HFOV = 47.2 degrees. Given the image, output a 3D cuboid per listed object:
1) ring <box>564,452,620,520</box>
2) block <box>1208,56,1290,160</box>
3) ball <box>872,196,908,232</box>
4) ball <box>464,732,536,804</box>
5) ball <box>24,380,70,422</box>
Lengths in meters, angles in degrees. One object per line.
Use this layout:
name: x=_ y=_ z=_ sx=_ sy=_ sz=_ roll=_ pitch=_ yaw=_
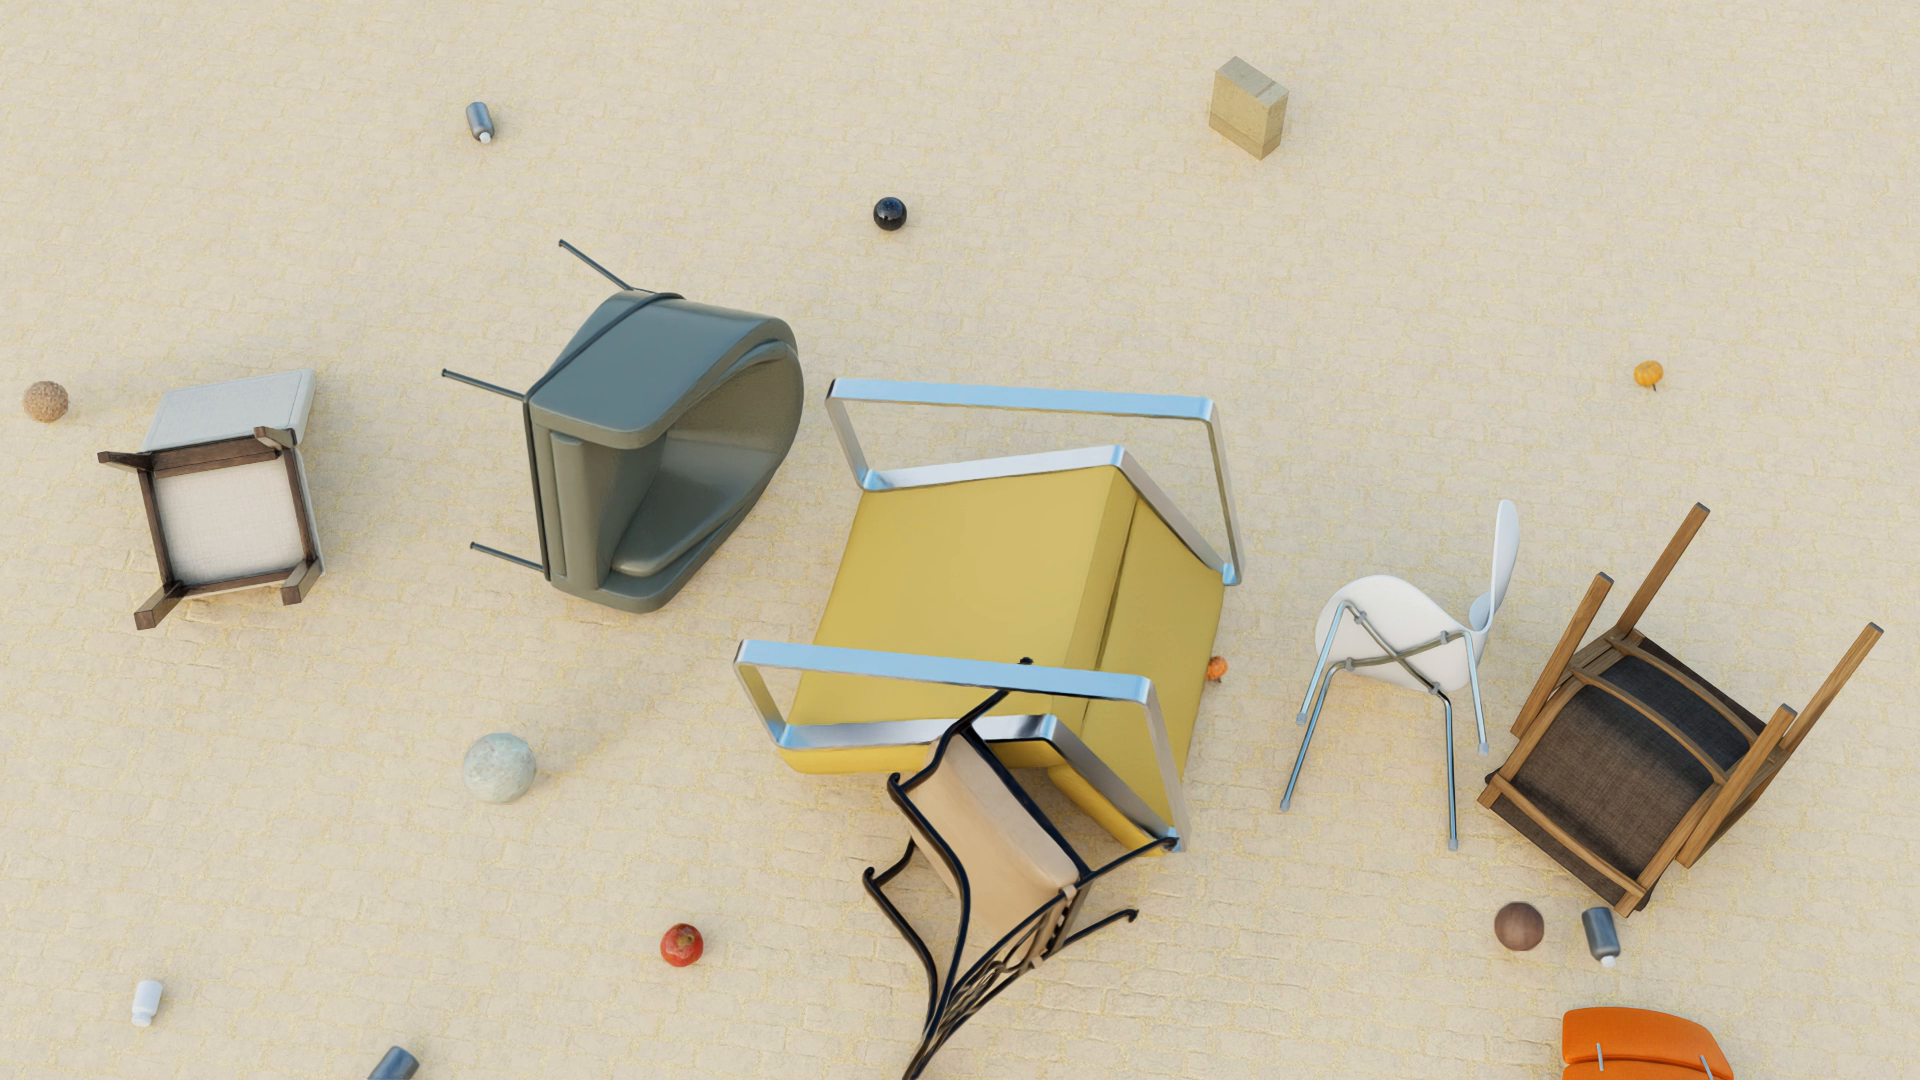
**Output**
ring: x=-1.113 y=-0.165 z=6.655 sx=0.114 sy=0.050 sz=0.280 roll=21 pitch=58 yaw=13
block: x=0.969 y=-1.451 z=7.393 sx=0.233 sy=0.256 sz=0.102 roll=39 pitch=64 yaw=23
ball: x=-0.230 y=-1.071 z=7.224 sx=0.115 sy=0.115 sz=0.115 roll=0 pitch=56 yaw=0
ball: x=-1.263 y=0.626 z=6.035 sx=0.197 sy=0.197 sz=0.197 roll=0 pitch=56 yaw=0
ball: x=-2.817 y=-0.428 z=6.784 sx=0.128 sy=0.128 sz=0.128 roll=0 pitch=56 yaw=0
